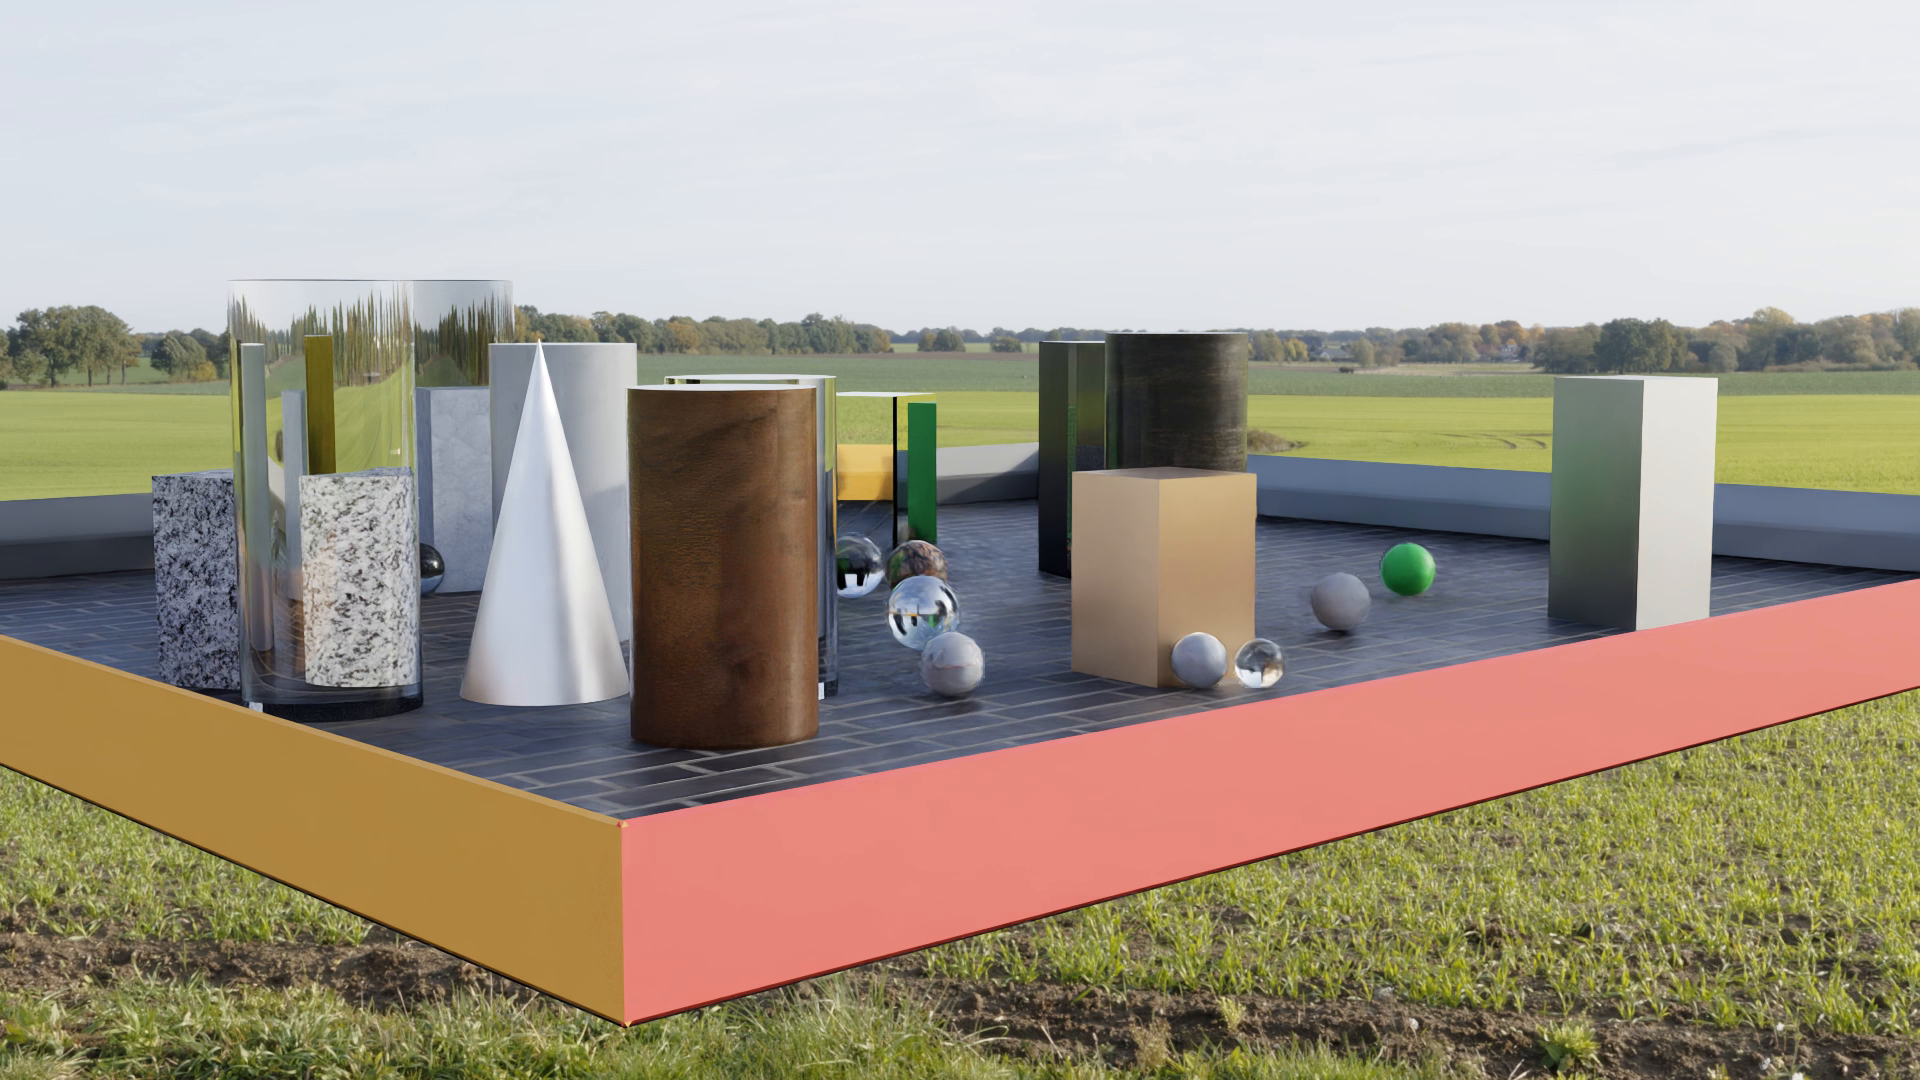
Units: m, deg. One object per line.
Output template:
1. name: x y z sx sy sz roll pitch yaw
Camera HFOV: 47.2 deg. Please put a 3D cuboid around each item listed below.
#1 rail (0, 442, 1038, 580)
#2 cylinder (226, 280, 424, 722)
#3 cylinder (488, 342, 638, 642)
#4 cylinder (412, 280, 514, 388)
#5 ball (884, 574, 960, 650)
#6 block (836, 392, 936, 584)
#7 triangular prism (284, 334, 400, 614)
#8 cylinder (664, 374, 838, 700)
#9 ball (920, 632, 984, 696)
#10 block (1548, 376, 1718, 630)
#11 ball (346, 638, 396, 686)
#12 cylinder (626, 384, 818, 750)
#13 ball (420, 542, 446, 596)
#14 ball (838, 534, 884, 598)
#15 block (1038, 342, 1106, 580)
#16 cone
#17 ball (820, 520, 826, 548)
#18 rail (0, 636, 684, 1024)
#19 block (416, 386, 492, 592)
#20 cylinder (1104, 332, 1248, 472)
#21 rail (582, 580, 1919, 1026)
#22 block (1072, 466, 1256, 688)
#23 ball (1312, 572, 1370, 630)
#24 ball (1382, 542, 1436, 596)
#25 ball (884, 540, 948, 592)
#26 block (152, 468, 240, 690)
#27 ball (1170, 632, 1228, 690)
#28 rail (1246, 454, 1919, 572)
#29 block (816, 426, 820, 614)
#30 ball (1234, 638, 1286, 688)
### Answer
1. rail: -0.875 -0.065 4.275 2.993 0.129 0.045 -5 8 -42
2. cylinder: -0.708 -0.050 2.459 0.199 0.478 0.199 0 6 0
3. cylinder: -0.540 -0.068 3.009 0.199 0.400 0.199 0 6 0
4. cylinder: -0.866 -0.198 3.793 0.199 0.496 0.199 0 6 0
5. ball: -0.049 0.096 2.891 0.099 0.099 0.099 0 6 0
6. block: -0.146 -0.091 3.688 0.159 0.306 0.159 3 7 25
7. triangular prism: -0.898 -0.105 3.323 0.172 0.408 0.149 2 6 22
8. cylinder: -0.242 -0.006 2.566 0.199 0.368 0.199 0 6 0
9. ball: -0.009 0.144 2.547 0.075 0.075 0.075 0 6 0
10. block: 0.967 -0.059 3.166 0.159 0.349 0.159 -4 7 -34
11. ball: -0.699 0.144 2.608 0.057 0.057 0.057 0 6 0
12. cylinder: -0.249 0.022 2.314 0.199 0.365 0.199 0 6 0
13. ball: -0.849 0.046 3.444 0.084 0.084 0.084 0 6 0
14. ball: -0.166 0.041 3.413 0.099 0.099 0.099 0 6 0
15. block: 0.237 -0.139 3.723 0.159 0.392 0.159 -2 6 -21
16. cone: -0.487 -0.028 2.564 0.199 0.413 0.199 0 6 0
17. ball: -0.287 -0.012 3.976 0.088 0.088 0.088 0 6 0
18. rail: -1.082 0.137 2.338 0.045 0.129 2.628 -5 8 -42
19. block: -0.789 -0.087 3.573 0.159 0.320 0.159 -2 6 -22
20. cylinder: 0.301 -0.082 3.080 0.199 0.414 0.199 0 6 0
21. rail: 0.875 0.132 2.389 2.993 0.129 0.045 -5 8 -42
22. block: 0.249 0.041 2.702 0.159 0.247 0.159 -4 7 -37
23. ball: 0.531 0.086 3.068 0.081 0.081 0.081 0 6 0
24. ball: 0.701 0.046 3.442 0.083 0.083 0.083 0 6 0
25. ball: -0.067 0.049 3.354 0.097 0.097 0.097 0 6 0
26. block: -0.856 0.044 2.665 0.159 0.250 0.159 2 6 20
27. ball: 0.282 0.143 2.595 0.067 0.067 0.067 0 6 0
28. rail: 1.082 -0.070 4.325 0.045 0.129 2.628 -5 8 -42
29. block: -0.291 -0.034 3.311 0.159 0.269 0.159 0 6 -3
30. ball: 0.354 0.146 2.598 0.059 0.059 0.059 0 6 0
